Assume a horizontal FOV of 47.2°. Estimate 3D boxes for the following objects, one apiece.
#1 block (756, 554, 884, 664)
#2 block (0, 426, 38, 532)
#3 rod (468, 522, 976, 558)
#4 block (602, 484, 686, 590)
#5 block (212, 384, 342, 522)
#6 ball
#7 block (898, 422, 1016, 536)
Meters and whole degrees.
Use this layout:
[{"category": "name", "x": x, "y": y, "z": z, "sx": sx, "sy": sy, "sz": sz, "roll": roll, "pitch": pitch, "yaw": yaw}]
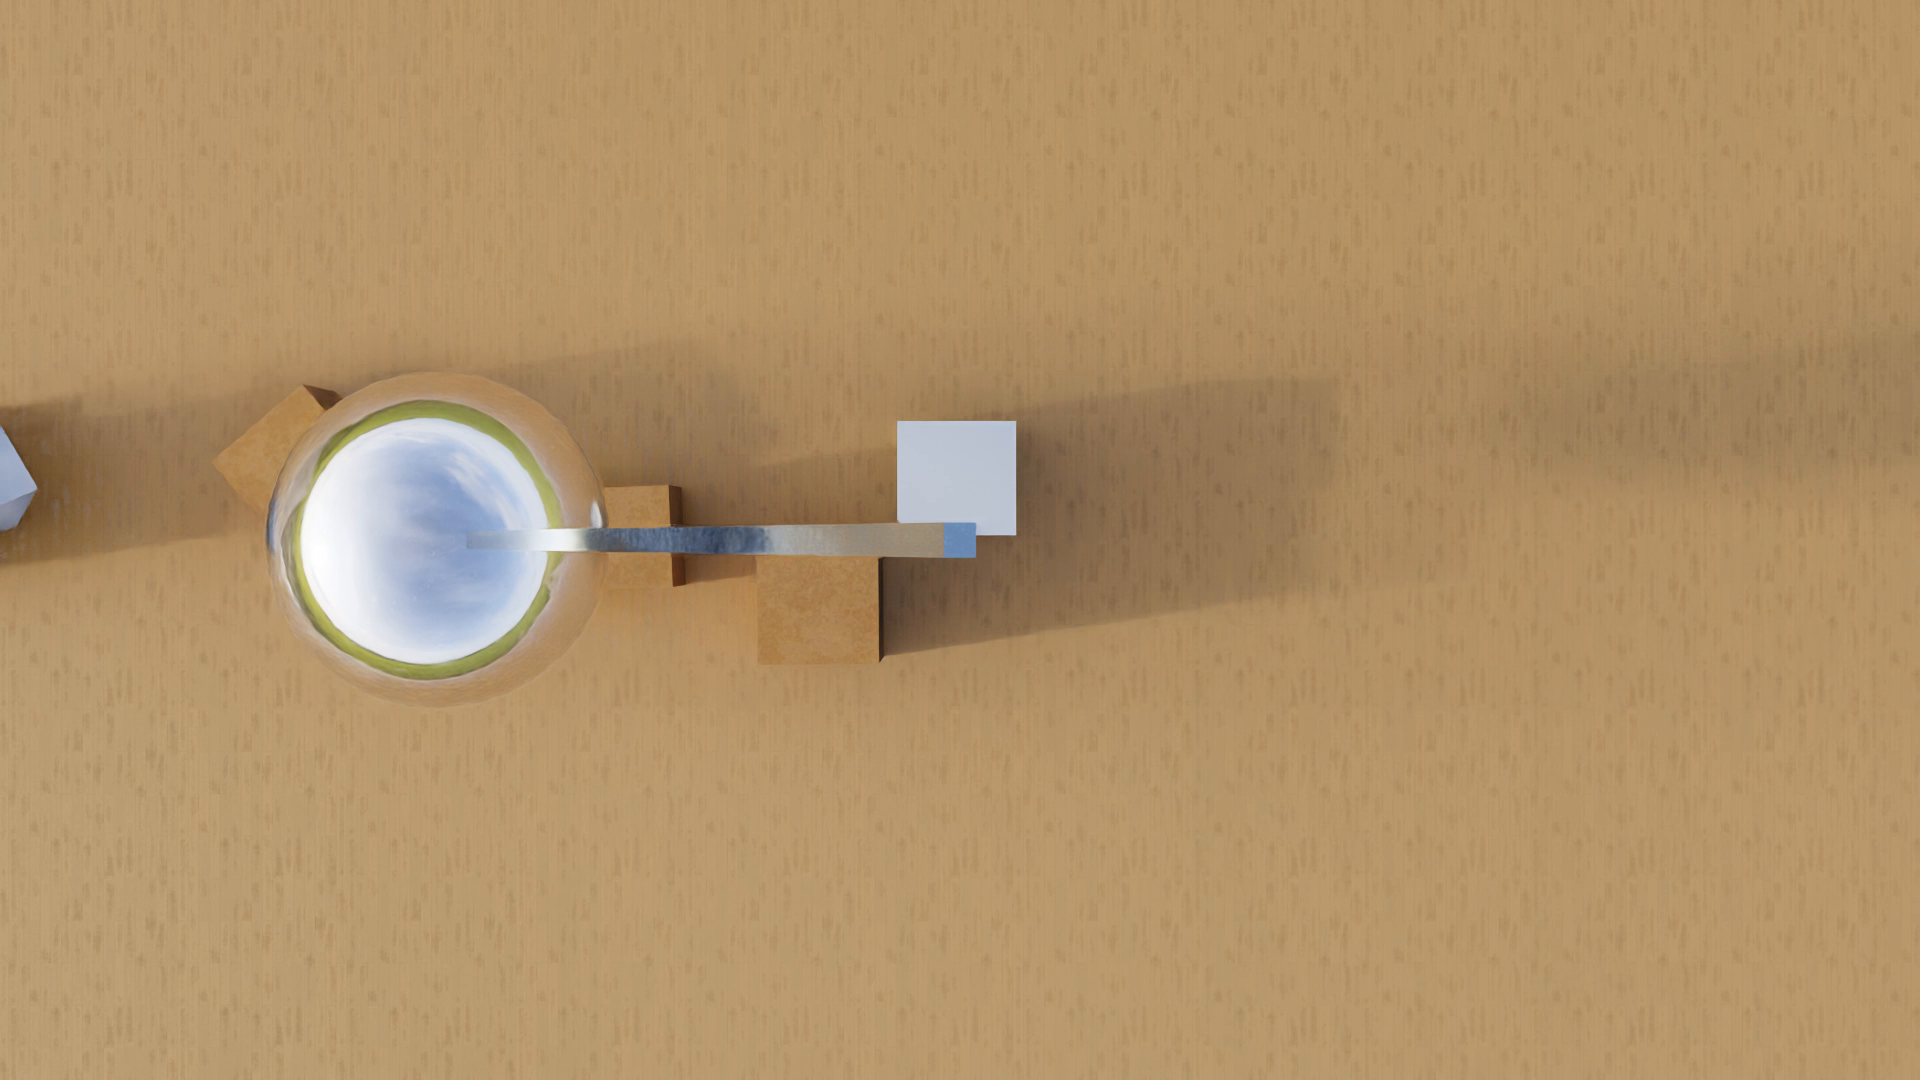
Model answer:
[{"category": "block", "x": -0.791, "y": 0.347, "z": 12.619, "sx": 0.675, "sy": 0.761, "sz": 0.689, "roll": 0, "pitch": 90, "yaw": 0}, {"category": "block", "x": -5.782, "y": -0.372, "z": 12.506, "sx": 0.616, "sy": 0.751, "sz": 0.727, "roll": -31, "pitch": 92, "yaw": -35}, {"category": "rod", "x": -1.070, "y": 0.000, "z": 7.351, "sx": 0.080, "sy": 5.200, "sz": 0.080, "roll": 0, "pitch": 90, "yaw": -24}, {"category": "block", "x": -1.907, "y": -0.012, "z": 12.708, "sx": 0.547, "sy": 0.584, "sz": 0.577, "roll": -2, "pitch": 90, "yaw": 0}, {"category": "block", "x": -3.698, "y": -0.365, "z": 12.674, "sx": 0.673, "sy": 0.652, "sz": 0.773, "roll": -41, "pitch": 90, "yaw": 0}, {"category": "ball", "x": -2.468, "y": 0.000, "z": 10.450, "sx": 1.600, "sy": 1.600, "sz": 1.600, "roll": 0, "pitch": 90, "yaw": 0}, {"category": "block", "x": -0.018, "y": -0.350, "z": 12.710, "sx": 0.671, "sy": 0.580, "sz": 0.644, "roll": 0, "pitch": 90, "yaw": 0}]
